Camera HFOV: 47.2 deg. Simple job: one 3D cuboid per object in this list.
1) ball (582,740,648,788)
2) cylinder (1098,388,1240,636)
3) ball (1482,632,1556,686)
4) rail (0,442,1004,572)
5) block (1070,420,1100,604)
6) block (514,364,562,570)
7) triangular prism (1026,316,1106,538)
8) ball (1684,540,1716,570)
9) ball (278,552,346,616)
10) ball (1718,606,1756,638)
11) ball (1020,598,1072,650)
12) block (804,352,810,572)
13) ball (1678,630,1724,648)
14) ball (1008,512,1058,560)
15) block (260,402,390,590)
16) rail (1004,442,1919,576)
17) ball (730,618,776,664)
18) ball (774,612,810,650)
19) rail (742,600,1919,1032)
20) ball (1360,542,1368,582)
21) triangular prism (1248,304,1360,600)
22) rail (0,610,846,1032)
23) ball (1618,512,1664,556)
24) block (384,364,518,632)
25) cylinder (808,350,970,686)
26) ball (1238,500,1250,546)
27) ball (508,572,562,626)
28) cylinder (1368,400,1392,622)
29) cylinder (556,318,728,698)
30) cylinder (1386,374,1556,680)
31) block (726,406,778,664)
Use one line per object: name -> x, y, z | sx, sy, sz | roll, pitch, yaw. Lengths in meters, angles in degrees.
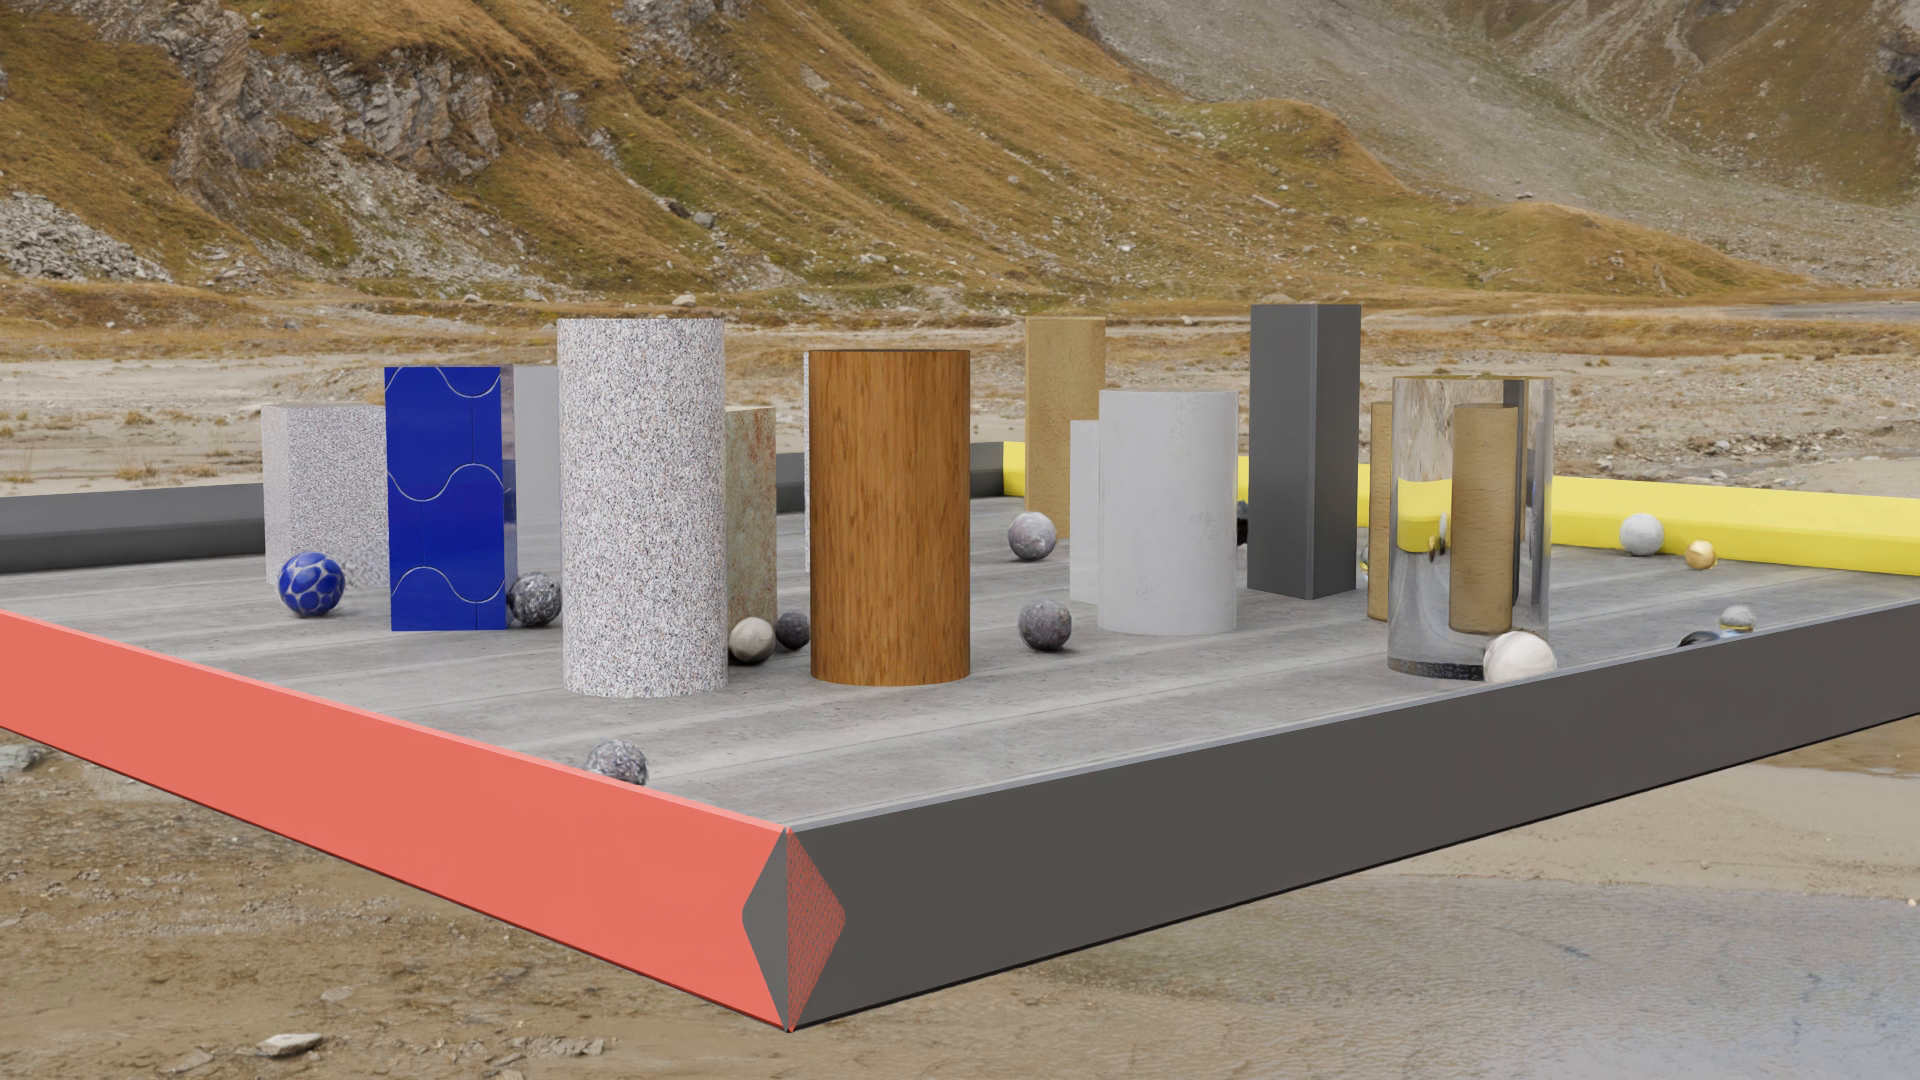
ball -> -0.312, 0.210, 1.988 | 0.058, 0.058, 0.058 | 0, 6, 0
cylinder -> 0.293, -0.045, 3.099 | 0.196, 0.333, 0.196 | 0, 6, 0
ball -> 0.637, 0.144, 2.507 | 0.081, 0.081, 0.081 | 0, 6, 0
rail -> -0.928, -0.072, 4.332 | 2.858, 0.127, 0.045 | -5, 8, -42
block -> 0.277, -0.043, 3.354 | 0.157, 0.276, 0.157 | -4, 7, -31
block -> -0.782, -0.130, 3.837 | 0.157, 0.349, 0.157 | -4, 7, -34
triangular prism -> 0.179, -0.227, 4.355 | 0.170, 0.433, 0.147 | -3, 6, -23
ball -> 1.271, 0.026, 3.773 | 0.052, 0.052, 0.052 | 0, 6, 0
ball -> -0.946, 0.064, 3.208 | 0.095, 0.095, 0.095 | 0, 6, 0
ball -> 1.051, 0.112, 2.972 | 0.048, 0.048, 0.048 | 0, 6, 0
ball -> 0.113, 0.111, 2.880 | 0.069, 0.069, 0.069 | 0, 6, 0
block -> -0.153, -0.131, 3.735 | 0.157, 0.373, 0.157 | 6, 8, 44
ball -> 0.891, 0.140, 2.635 | 0.063, 0.063, 0.063 | 0, 6, 0
ball -> 0.129, -0.007, 3.914 | 0.088, 0.088, 0.088 | 0, 6, 0
block -> -1.030, -0.073, 3.569 | 0.157, 0.291, 0.157 | -4, 7, -32
rail -> 1.033, -0.066, 4.280 | 0.045, 0.127, 2.785 | -5, 8, -42
ball -> -0.261, 0.127, 2.773 | 0.059, 0.059, 0.059 | 0, 6, 0
ball -> -0.219, 0.119, 2.893 | 0.050, 0.050, 0.050 | 0, 6, 0
rail -> 0.928, 0.138, 2.332 | 2.858, 0.127, 0.045 | -5, 8, -42
ball -> 0.682, 0.035, 3.490 | 0.093, 0.093, 0.093 | 0, 6, 0
triangular prism -> 0.524, -0.144, 3.473 | 0.147, 0.453, 0.170 | 4, 7, 34
rail -> -1.033, 0.132, 2.384 | 0.045, 0.127, 2.785 | -5, 8, -42
ball -> 1.234, -0.010, 3.983 | 0.079, 0.079, 0.079 | 0, 6, 0
block -> -0.719, -0.064, 3.122 | 0.157, 0.366, 0.157 | -1, 6, -5
cylinder -> -0.086, -0.033, 2.686 | 0.196, 0.396, 0.196 | 0, 6, 0
ball -> 0.526, -0.033, 4.175 | 0.085, 0.085, 0.085 | 0, 6, 0
ball -> -0.598, 0.083, 3.103 | 0.077, 0.077, 0.077 | 0, 6, 0
cylinder -> 0.691, -0.042, 3.180 | 0.196, 0.311, 0.196 | 0, 6, 0
cylinder -> -0.375, -0.044, 2.608 | 0.196, 0.434, 0.196 | 0, 6, 0
cylinder -> 0.633, -0.021, 2.729 | 0.196, 0.362, 0.196 | 0, 6, 0
block -> -0.343, -0.011, 2.848 | 0.157, 0.318, 0.157 | 2, 6, 21
